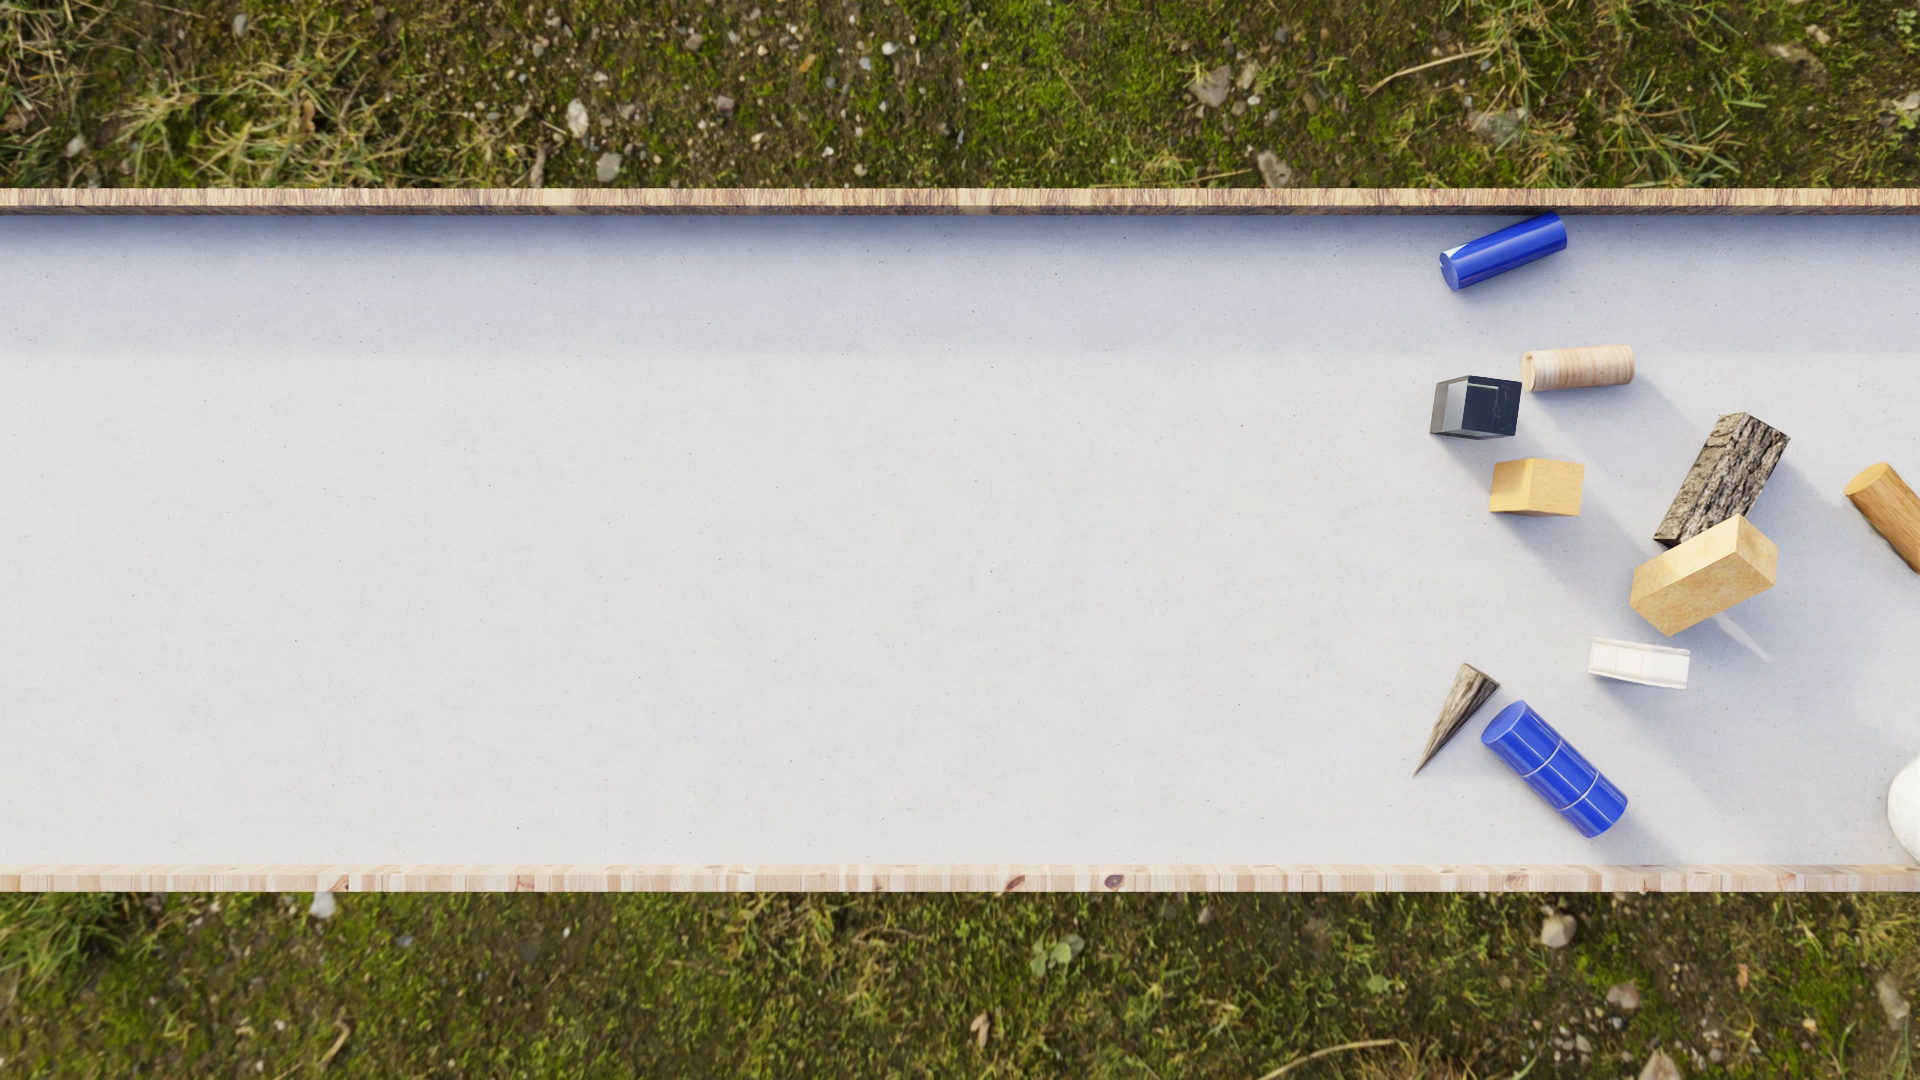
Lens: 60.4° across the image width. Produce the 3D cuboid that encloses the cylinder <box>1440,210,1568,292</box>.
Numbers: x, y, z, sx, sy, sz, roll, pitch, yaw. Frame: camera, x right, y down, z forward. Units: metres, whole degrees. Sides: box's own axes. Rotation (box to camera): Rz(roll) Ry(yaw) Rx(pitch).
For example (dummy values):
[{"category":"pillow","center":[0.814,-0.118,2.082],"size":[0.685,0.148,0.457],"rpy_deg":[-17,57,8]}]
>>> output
[{"category":"cylinder","center":[1.650,-0.878,5.013],"size":[0.350,0.126,0.126],"rpy_deg":[-21,90,0]}]

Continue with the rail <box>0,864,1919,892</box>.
[{"category":"rail","center":[-2.247,1.025,5.001],"size":[12.000,0.150,0.050],"rpy_deg":[0,90,0]}]

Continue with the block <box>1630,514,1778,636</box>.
[{"category":"block","center":[2.193,0.108,4.872],"size":[0.163,0.371,0.163],"rpy_deg":[38,49,-10]}]

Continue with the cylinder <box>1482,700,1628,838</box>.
[{"category":"cylinder","center":[1.796,0.692,4.988],"size":[0.420,0.177,0.177],"rpy_deg":[43,90,0]}]

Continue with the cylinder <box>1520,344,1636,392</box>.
[{"category":"cylinder","center":[1.876,-0.524,5.015],"size":[0.302,0.123,0.123],"rpy_deg":[-4,90,0]}]

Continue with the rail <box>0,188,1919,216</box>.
[{"category":"rail","center":[-2.247,-1.025,5.002],"size":[12.000,0.150,0.050],"rpy_deg":[0,90,0]}]

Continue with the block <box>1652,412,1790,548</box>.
[{"category":"block","center":[2.305,-0.155,4.997],"size":[0.159,0.159,0.432],"rpy_deg":[29,90,0]}]

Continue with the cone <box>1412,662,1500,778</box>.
[{"category":"cone","center":[1.488,0.570,5.045],"size":[0.129,0.129,0.388],"rpy_deg":[31,99,0]}]

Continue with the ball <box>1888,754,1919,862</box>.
[{"category":"ball","center":[2.967,0.802,4.883],"size":[0.387,0.387,0.387],"rpy_deg":[0,90,0]}]

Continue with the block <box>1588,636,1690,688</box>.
[{"category":"block","center":[2.002,0.360,4.874],"size":[0.111,0.400,0.111],"rpy_deg":[7,90,-2]}]

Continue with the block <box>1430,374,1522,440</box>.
[{"category":"block","center":[1.532,-0.391,4.912],"size":[0.157,0.325,0.157],"rpy_deg":[8,91,0]}]

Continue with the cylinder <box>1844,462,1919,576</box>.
[{"category":"cylinder","center":[2.858,-0.064,5.003],"size":[0.147,0.147,0.332],"rpy_deg":[-42,90,0]}]

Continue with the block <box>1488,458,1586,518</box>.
[{"category":"block","center":[1.712,-0.153,4.905],"size":[0.150,0.343,0.150],"rpy_deg":[7,90,0]}]
